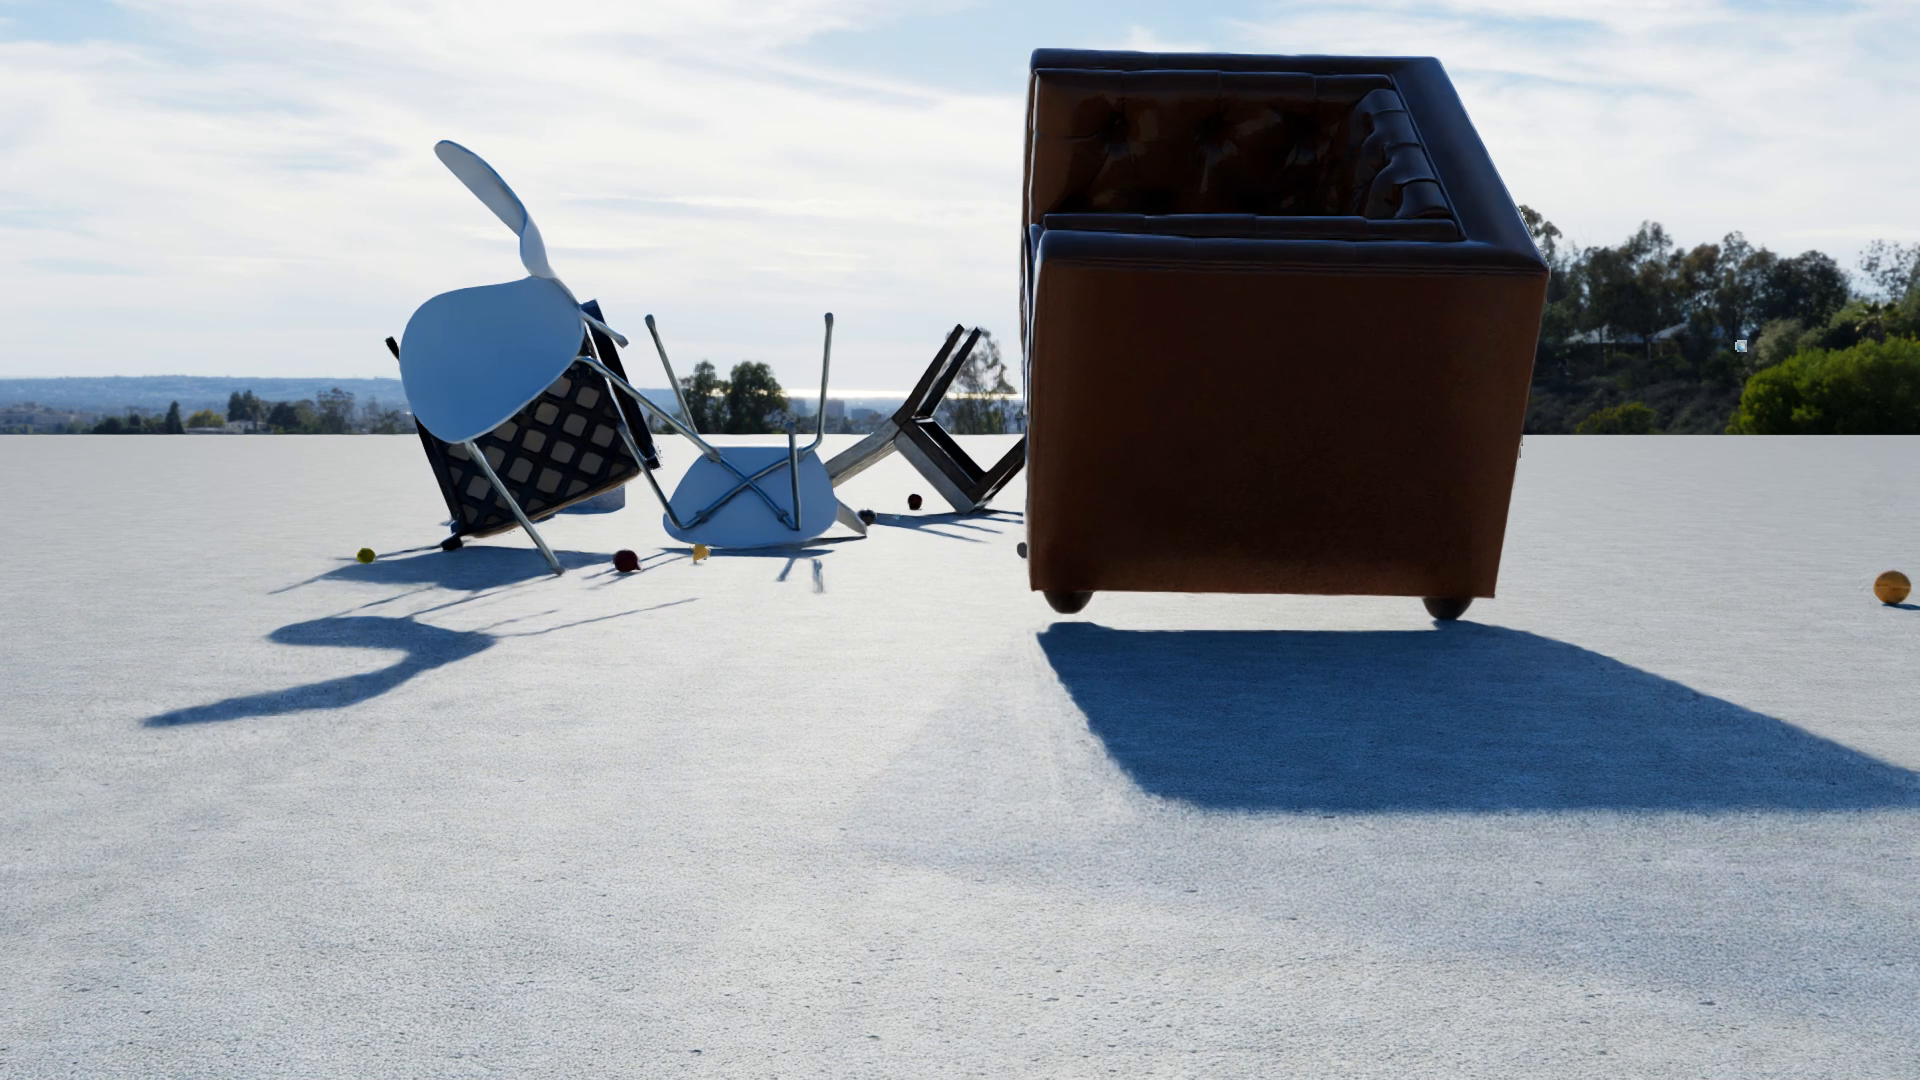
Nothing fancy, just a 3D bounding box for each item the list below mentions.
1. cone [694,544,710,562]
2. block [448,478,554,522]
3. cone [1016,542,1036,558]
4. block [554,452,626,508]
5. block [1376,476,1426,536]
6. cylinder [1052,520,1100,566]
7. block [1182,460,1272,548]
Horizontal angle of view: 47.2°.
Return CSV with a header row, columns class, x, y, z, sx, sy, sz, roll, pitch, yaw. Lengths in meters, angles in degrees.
class,x,y,z,sx,sy,sz,roll,pitch,yaw
cone,-0.682,0.043,5.710,0.046,0.045,0.046,4,45,30
block,-1.585,-0.141,7.609,0.328,0.136,0.136,-3,5,-37
cone,0.189,0.035,5.879,0.054,0.044,0.067,18,-6,33
block,-1.411,-0.229,8.386,0.224,0.205,0.149,3,5,35
block,1.370,-0.108,6.834,0.135,0.148,0.175,5,11,10
cylinder,0.294,0.008,5.559,0.094,0.077,0.084,40,-6,11
block,0.755,-0.102,6.223,0.187,0.187,0.165,1,32,-11
